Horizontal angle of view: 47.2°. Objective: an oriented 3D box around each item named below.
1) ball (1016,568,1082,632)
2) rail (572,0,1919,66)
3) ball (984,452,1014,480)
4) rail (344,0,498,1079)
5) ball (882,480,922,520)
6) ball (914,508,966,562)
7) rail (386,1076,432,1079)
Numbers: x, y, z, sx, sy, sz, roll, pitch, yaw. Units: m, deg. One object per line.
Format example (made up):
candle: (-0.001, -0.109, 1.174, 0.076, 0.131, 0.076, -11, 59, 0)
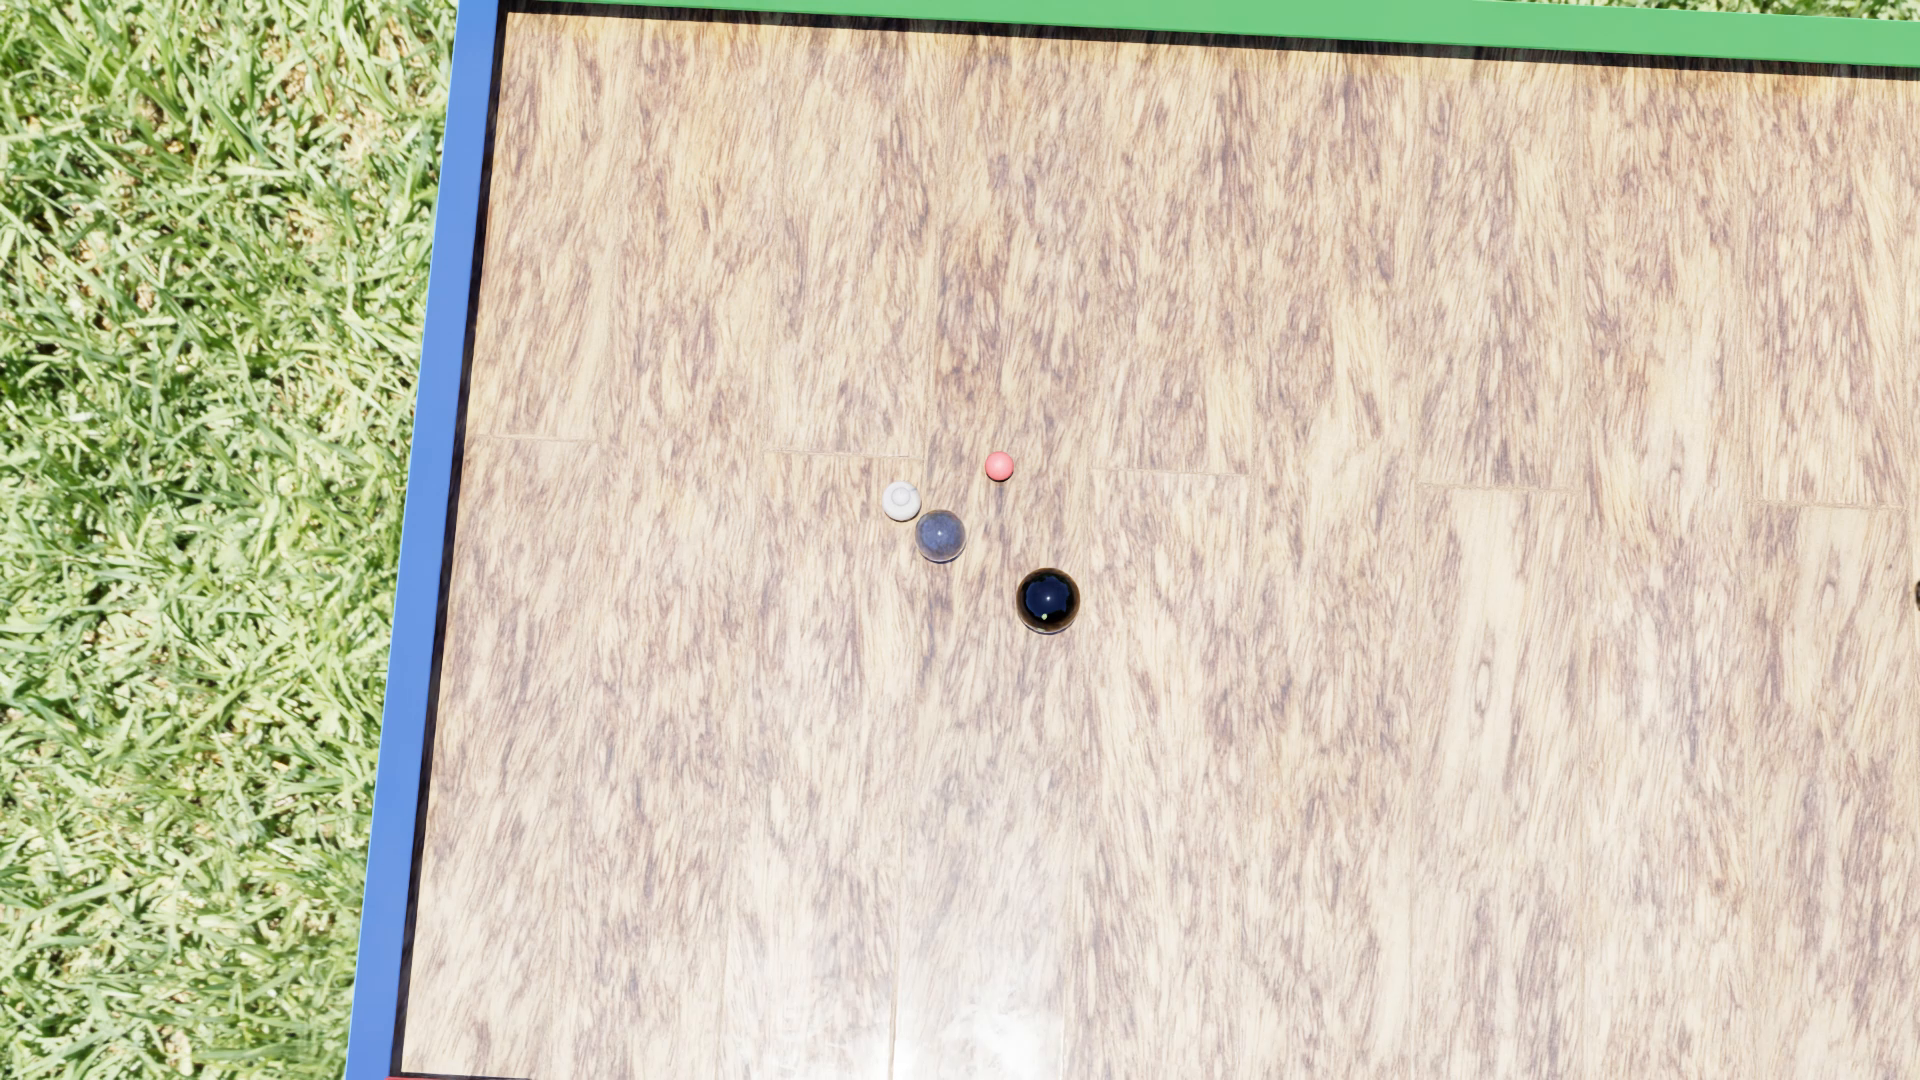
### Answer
ball: (0.131, 0.089, 3.269, 0.098, 0.098, 0.098, 0, 78, 0)
rail: (0.856, -0.792, 3.435, 3.253, 0.127, 0.045, 3, 78, 1)
ball: (0.060, -0.112, 3.338, 0.044, 0.044, 0.044, 0, 78, 0)
rail: (-0.789, -0.046, 3.281, 0.045, 0.127, 1.739, 3, 78, 1)
ball: (-0.089, -0.060, 3.319, 0.060, 0.060, 0.060, 0, 78, 0)
ball: (-0.030, -0.007, 3.299, 0.079, 0.079, 0.079, 0, 78, 0)
rail: (0.768, 0.863, 3.094, 3.253, 0.127, 0.045, 3, 78, 1)
